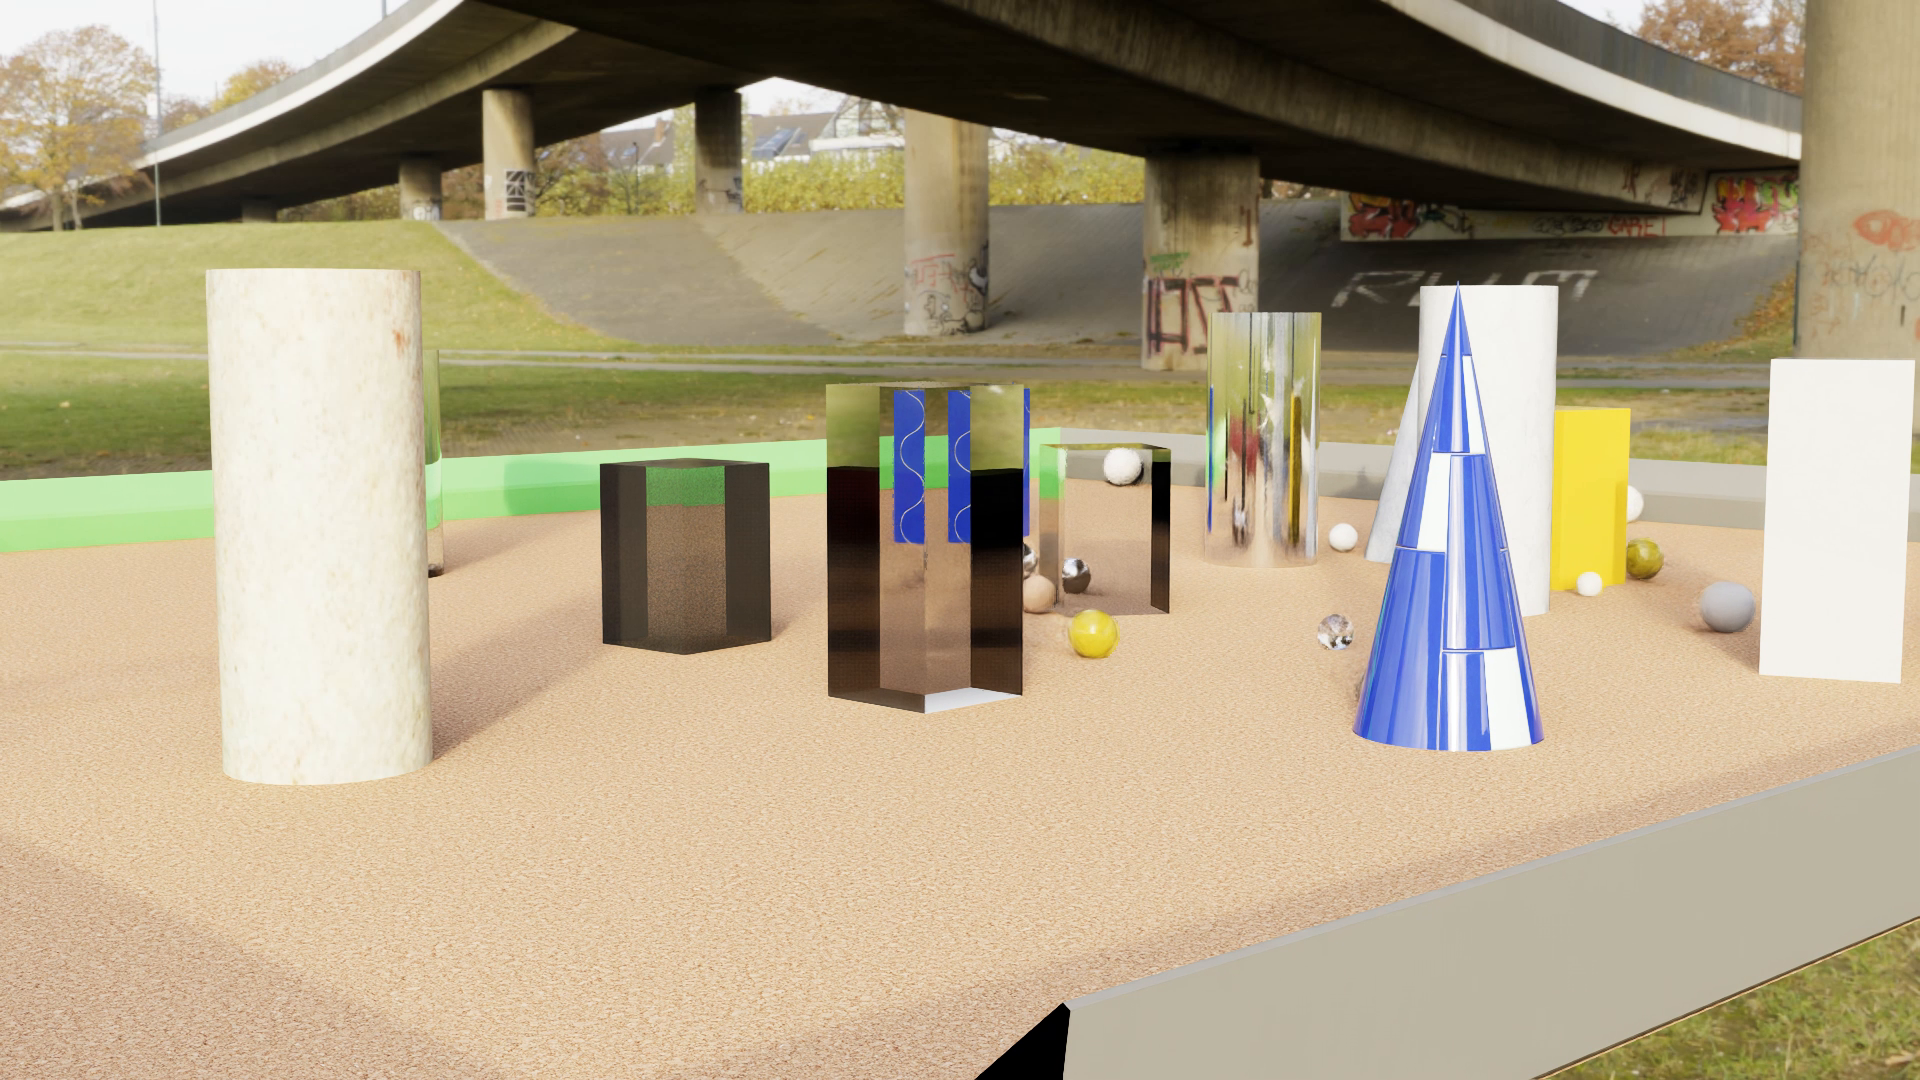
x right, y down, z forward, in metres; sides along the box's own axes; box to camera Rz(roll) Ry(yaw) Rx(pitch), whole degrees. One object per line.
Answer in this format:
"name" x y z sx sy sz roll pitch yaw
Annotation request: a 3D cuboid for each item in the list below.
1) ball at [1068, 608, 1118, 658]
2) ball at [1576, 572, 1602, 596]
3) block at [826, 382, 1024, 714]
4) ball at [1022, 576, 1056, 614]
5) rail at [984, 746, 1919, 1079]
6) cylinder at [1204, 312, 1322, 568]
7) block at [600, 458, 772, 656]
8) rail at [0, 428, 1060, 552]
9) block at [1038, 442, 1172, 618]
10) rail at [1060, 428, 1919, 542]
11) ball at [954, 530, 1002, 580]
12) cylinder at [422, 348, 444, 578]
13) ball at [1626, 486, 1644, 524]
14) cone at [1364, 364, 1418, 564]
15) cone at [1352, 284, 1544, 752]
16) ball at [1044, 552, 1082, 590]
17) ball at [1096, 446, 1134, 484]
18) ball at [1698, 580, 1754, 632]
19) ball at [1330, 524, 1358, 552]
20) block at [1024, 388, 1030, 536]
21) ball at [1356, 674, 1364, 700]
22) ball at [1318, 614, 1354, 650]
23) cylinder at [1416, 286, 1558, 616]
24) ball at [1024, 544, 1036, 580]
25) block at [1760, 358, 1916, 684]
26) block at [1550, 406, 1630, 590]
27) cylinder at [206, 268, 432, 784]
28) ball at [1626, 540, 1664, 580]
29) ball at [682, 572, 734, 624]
"ball" 0.171 0.120 2.829 0.064 0.064 0.064 0 6 0
"ball" 0.984 0.069 3.438 0.040 0.040 0.040 0 6 0
"block" -0.040 0.002 2.533 0.160 0.361 0.160 6 8 44
"ball" 0.115 0.080 3.252 0.056 0.056 0.056 0 6 0
"rail" 1.172 0.165 2.068 3.969 0.130 0.045 -5 8 -42
"cylinder" 0.536 -0.181 3.896 0.200 0.442 0.200 0 6 0
"block" -0.368 0.018 2.953 0.160 0.242 0.160 5 8 39
"rail" -1.172 -0.098 4.595 3.969 0.130 0.045 -5 8 -42
"block" 0.215 -0.018 3.292 0.160 0.244 0.160 -1 6 -11
"rail" 1.441 -0.104 4.654 0.045 0.130 3.505 -5 8 -42
"ball" 0.031 0.024 3.661 0.082 0.082 0.082 0 6 0
"cylinder" -0.976 -0.130 3.706 0.200 0.380 0.200 0 6 0
"ball" 1.393 -0.076 4.623 0.083 0.083 0.083 0 6 0
"cone" 0.829 -0.164 3.948 0.200 0.398 0.200 0 6 0
"cone" 0.517 -0.033 2.307 0.200 0.476 0.200 0 6 0
"ball" 0.165 0.050 3.528 0.059 0.059 0.059 0 6 0
"ball" 0.401 -0.194 5.673 0.100 0.100 0.100 0 6 0
"ball" 1.065 0.092 3.056 0.072 0.072 0.072 0 6 0
"ball" 0.711 -0.004 4.078 0.053 0.053 0.053 0 6 0
"block" 0.031 -0.150 4.323 0.160 0.292 0.160 3 7 26
"ball" 0.463 0.168 2.435 0.049 0.049 0.049 0 6 0
"ball" 0.494 0.121 2.895 0.048 0.048 0.048 0 6 0
"cylinder" 0.784 -0.137 3.285 0.200 0.481 0.200 0 6 0
"ball" 0.092 0.036 3.617 0.068 0.068 0.068 0 6 0
"block" 1.088 -0.031 2.725 0.160 0.386 0.160 3 6 24
"block" 0.979 -0.073 3.610 0.160 0.287 0.160 -4 7 -34
"cylinder" -0.623 -0.020 2.147 0.200 0.483 0.200 0 6 0
"ball" 1.136 0.032 3.660 0.067 0.067 0.067 0 6 0
"ball" -0.360 0.084 3.134 0.074 0.074 0.074 0 6 0
